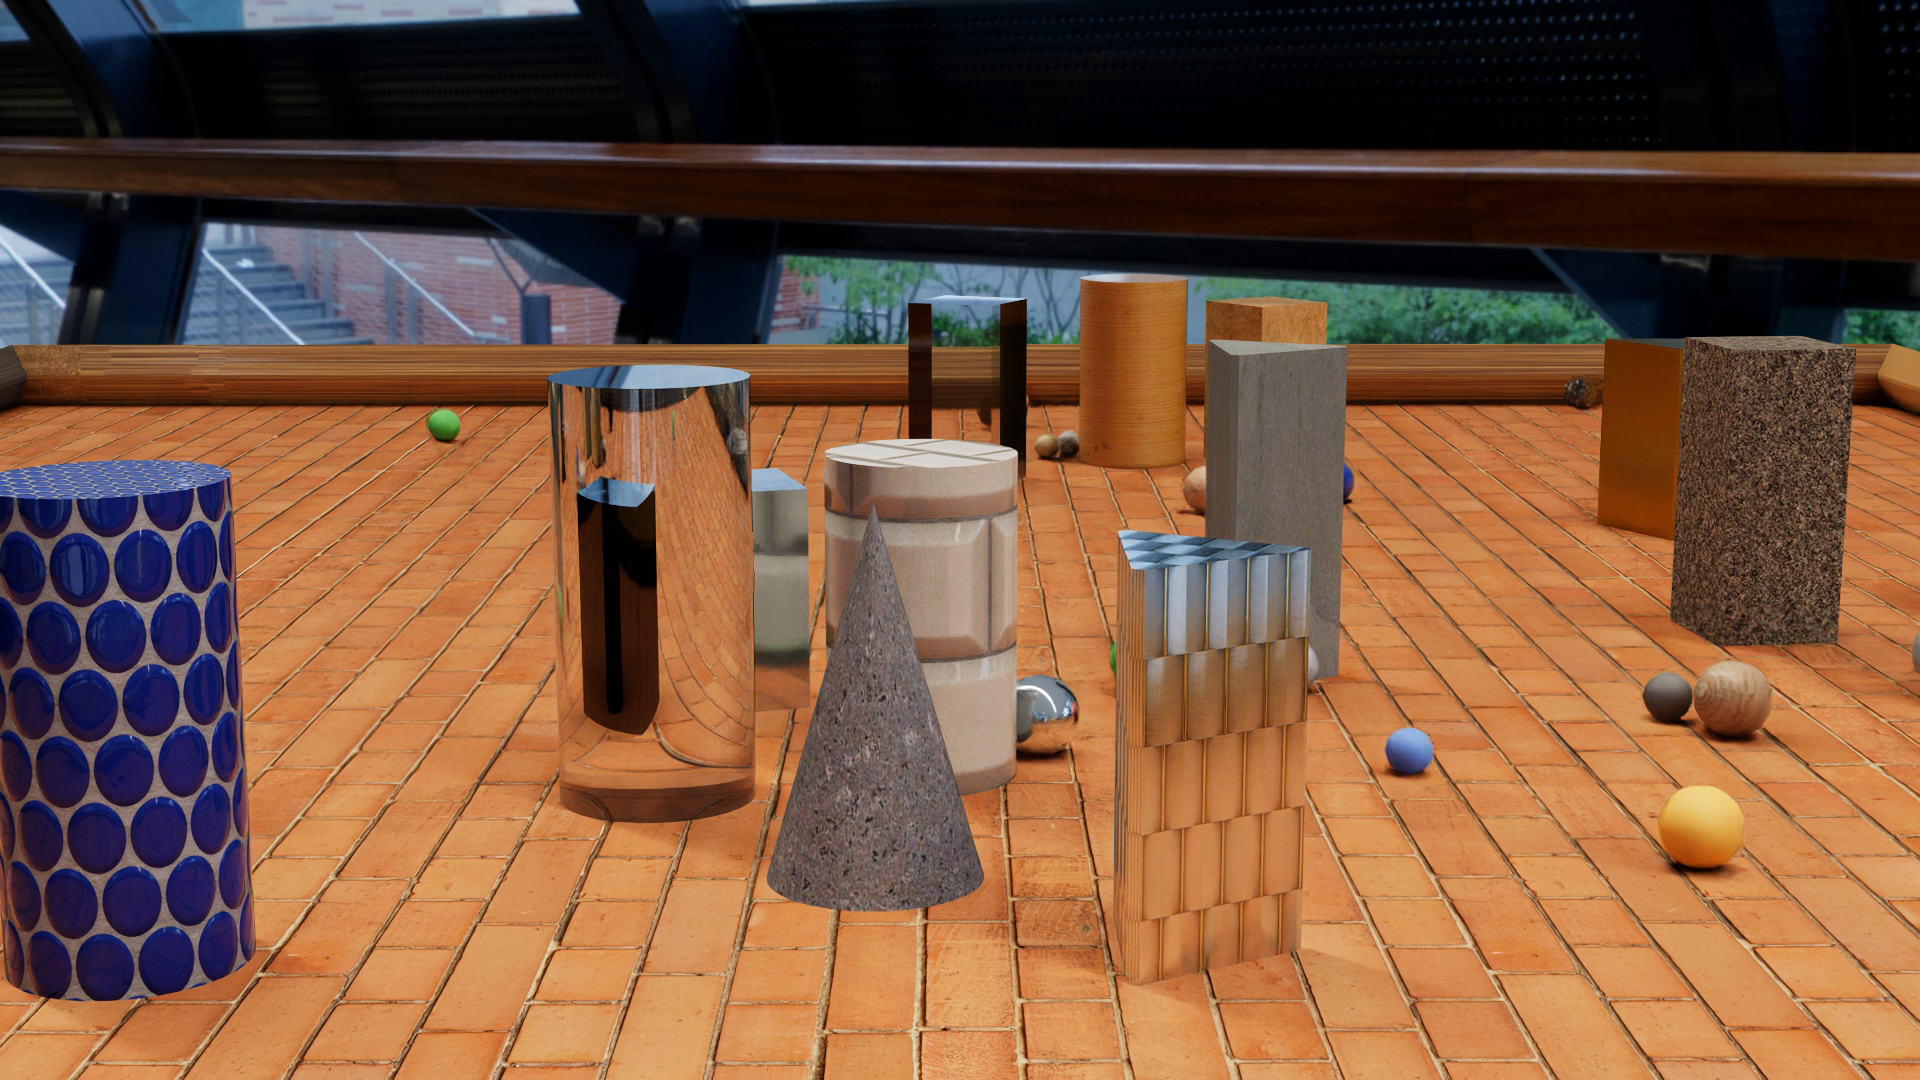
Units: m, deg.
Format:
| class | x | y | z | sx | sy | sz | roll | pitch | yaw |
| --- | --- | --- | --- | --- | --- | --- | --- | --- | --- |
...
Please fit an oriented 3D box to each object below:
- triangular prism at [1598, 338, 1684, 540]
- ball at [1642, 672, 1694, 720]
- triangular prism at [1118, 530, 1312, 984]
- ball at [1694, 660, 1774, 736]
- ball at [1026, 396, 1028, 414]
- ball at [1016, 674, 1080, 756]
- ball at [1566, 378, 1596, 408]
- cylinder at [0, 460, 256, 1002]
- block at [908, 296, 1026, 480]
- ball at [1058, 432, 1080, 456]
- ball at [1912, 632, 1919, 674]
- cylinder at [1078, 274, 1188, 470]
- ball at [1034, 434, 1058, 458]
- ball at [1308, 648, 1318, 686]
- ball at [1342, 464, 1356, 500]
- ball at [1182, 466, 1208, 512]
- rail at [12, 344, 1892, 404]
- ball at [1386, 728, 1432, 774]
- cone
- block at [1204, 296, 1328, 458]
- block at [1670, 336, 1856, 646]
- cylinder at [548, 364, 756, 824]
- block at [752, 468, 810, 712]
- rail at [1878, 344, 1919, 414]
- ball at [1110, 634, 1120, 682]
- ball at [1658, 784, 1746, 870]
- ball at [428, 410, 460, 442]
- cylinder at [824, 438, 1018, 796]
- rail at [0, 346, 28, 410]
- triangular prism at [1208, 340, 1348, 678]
| class | x | y | z | sx | sy | sz | roll | pitch | yaw |
| --- | --- | --- | --- | --- | --- | --- | --- | --- | --- |
| triangular prism | 1.089 | -0.166 | 4.065 | 0.148 | 0.298 | 0.171 | 6 | 12 | 31 |
| ball | 0.797 | 0.176 | 2.887 | 0.054 | 0.054 | 0.054 | 0 | 10 | 0 |
| triangular prism | 0.174 | 0.170 | 2.133 | 0.171 | 0.340 | 0.148 | -6 | 12 | -30 |
| ball | 0.849 | 0.174 | 2.817 | 0.084 | 0.084 | 0.084 | 0 | 10 | 0 |
| ball | 0.099 | -0.278 | 5.254 | 0.084 | 0.084 | 0.084 | 0 | 10 | 0 |
| ball | 0.085 | 0.187 | 2.738 | 0.087 | 0.087 | 0.087 | 0 | 10 | 0 |
| ball | 1.338 | -0.318 | 5.525 | 0.064 | 0.064 | 0.064 | 0 | 10 | 0 |
| cylinder | -0.684 | 0.148 | 2.082 | 0.198 | 0.401 | 0.198 | 0 | 10 | 0 |
| block | 0.014 | -0.264 | 4.533 | 0.158 | 0.319 | 0.158 | 5 | 11 | 24 |
| ball | 0.205 | -0.182 | 4.841 | 0.047 | 0.047 | 0.047 | 0 | 10 | 0 |
| ball | 1.168 | 0.134 | 3.019 | 0.089 | 0.089 | 0.089 | 0 | 10 | 0 |
| cylinder | 0.321 | -0.315 | 4.751 | 0.198 | 0.340 | 0.198 | 0 | 10 | 0 |
| ball | 0.162 | -0.175 | 4.805 | 0.045 | 0.045 | 0.045 | 0 | 10 | 0 |
| ball | 0.388 | 0.148 | 3.011 | 0.064 | 0.064 | 0.064 | 0 | 10 | 0 |
| ball | 0.633 | -0.098 | 4.329 | 0.068 | 0.068 | 0.068 | 0 | 10 | 0 |
| ball | 0.406 | -0.083 | 4.226 | 0.077 | 0.077 | 0.077 | 0 | 10 | 0 |
| rail | -0.012 | -0.356 | 5.552 | 4.080 | 0.128 | 0.045 | 0 | 10 | 0 |
| ball | 0.467 | 0.219 | 2.669 | 0.048 | 0.048 | 0.048 | 0 | 10 | 0 |
| cone | -0.077 | 0.136 | 2.302 | 0.198 | 0.345 | 0.198 | 0 | 10 | 0 |
| block | 0.568 | -0.297 | 4.779 | 0.158 | 0.295 | 0.158 | -7 | 13 | -34 |
| block | 1.032 | -0.066 | 3.308 | 0.158 | 0.377 | 0.158 | -1 | 11 | -7 |
| cylinder | -0.305 | 0.049 | 2.555 | 0.198 | 0.425 | 0.198 | 0 | 10 | 0 |
| block | -0.270 | 0.058 | 2.974 | 0.158 | 0.255 | 0.158 | -3 | 11 | -16 |
| rail | 2.016 | 0.031 | 3.460 | 0.045 | 0.128 | 4.325 | 0 | 10 | 0 |
| ball | 0.216 | 0.139 | 3.011 | 0.081 | 0.081 | 0.081 | 0 | 10 | 0 |
| ball | 0.681 | 0.263 | 2.354 | 0.077 | 0.077 | 0.077 | 0 | 10 | 0 |
| ball | -1.010 | -0.225 | 5.029 | 0.062 | 0.062 | 0.062 | 0 | 10 | 0 |
| cylinder | -0.040 | 0.076 | 2.649 | 0.198 | 0.336 | 0.198 | 0 | 10 | 0 |
| rail | -2.016 | 0.035 | 3.437 | 0.045 | 0.128 | 4.325 | 0 | 10 | 0 |
| triangular prism | 0.345 | -0.036 | 3.083 | 0.171 | 0.399 | 0.148 | -7 | 13 | -33 |
